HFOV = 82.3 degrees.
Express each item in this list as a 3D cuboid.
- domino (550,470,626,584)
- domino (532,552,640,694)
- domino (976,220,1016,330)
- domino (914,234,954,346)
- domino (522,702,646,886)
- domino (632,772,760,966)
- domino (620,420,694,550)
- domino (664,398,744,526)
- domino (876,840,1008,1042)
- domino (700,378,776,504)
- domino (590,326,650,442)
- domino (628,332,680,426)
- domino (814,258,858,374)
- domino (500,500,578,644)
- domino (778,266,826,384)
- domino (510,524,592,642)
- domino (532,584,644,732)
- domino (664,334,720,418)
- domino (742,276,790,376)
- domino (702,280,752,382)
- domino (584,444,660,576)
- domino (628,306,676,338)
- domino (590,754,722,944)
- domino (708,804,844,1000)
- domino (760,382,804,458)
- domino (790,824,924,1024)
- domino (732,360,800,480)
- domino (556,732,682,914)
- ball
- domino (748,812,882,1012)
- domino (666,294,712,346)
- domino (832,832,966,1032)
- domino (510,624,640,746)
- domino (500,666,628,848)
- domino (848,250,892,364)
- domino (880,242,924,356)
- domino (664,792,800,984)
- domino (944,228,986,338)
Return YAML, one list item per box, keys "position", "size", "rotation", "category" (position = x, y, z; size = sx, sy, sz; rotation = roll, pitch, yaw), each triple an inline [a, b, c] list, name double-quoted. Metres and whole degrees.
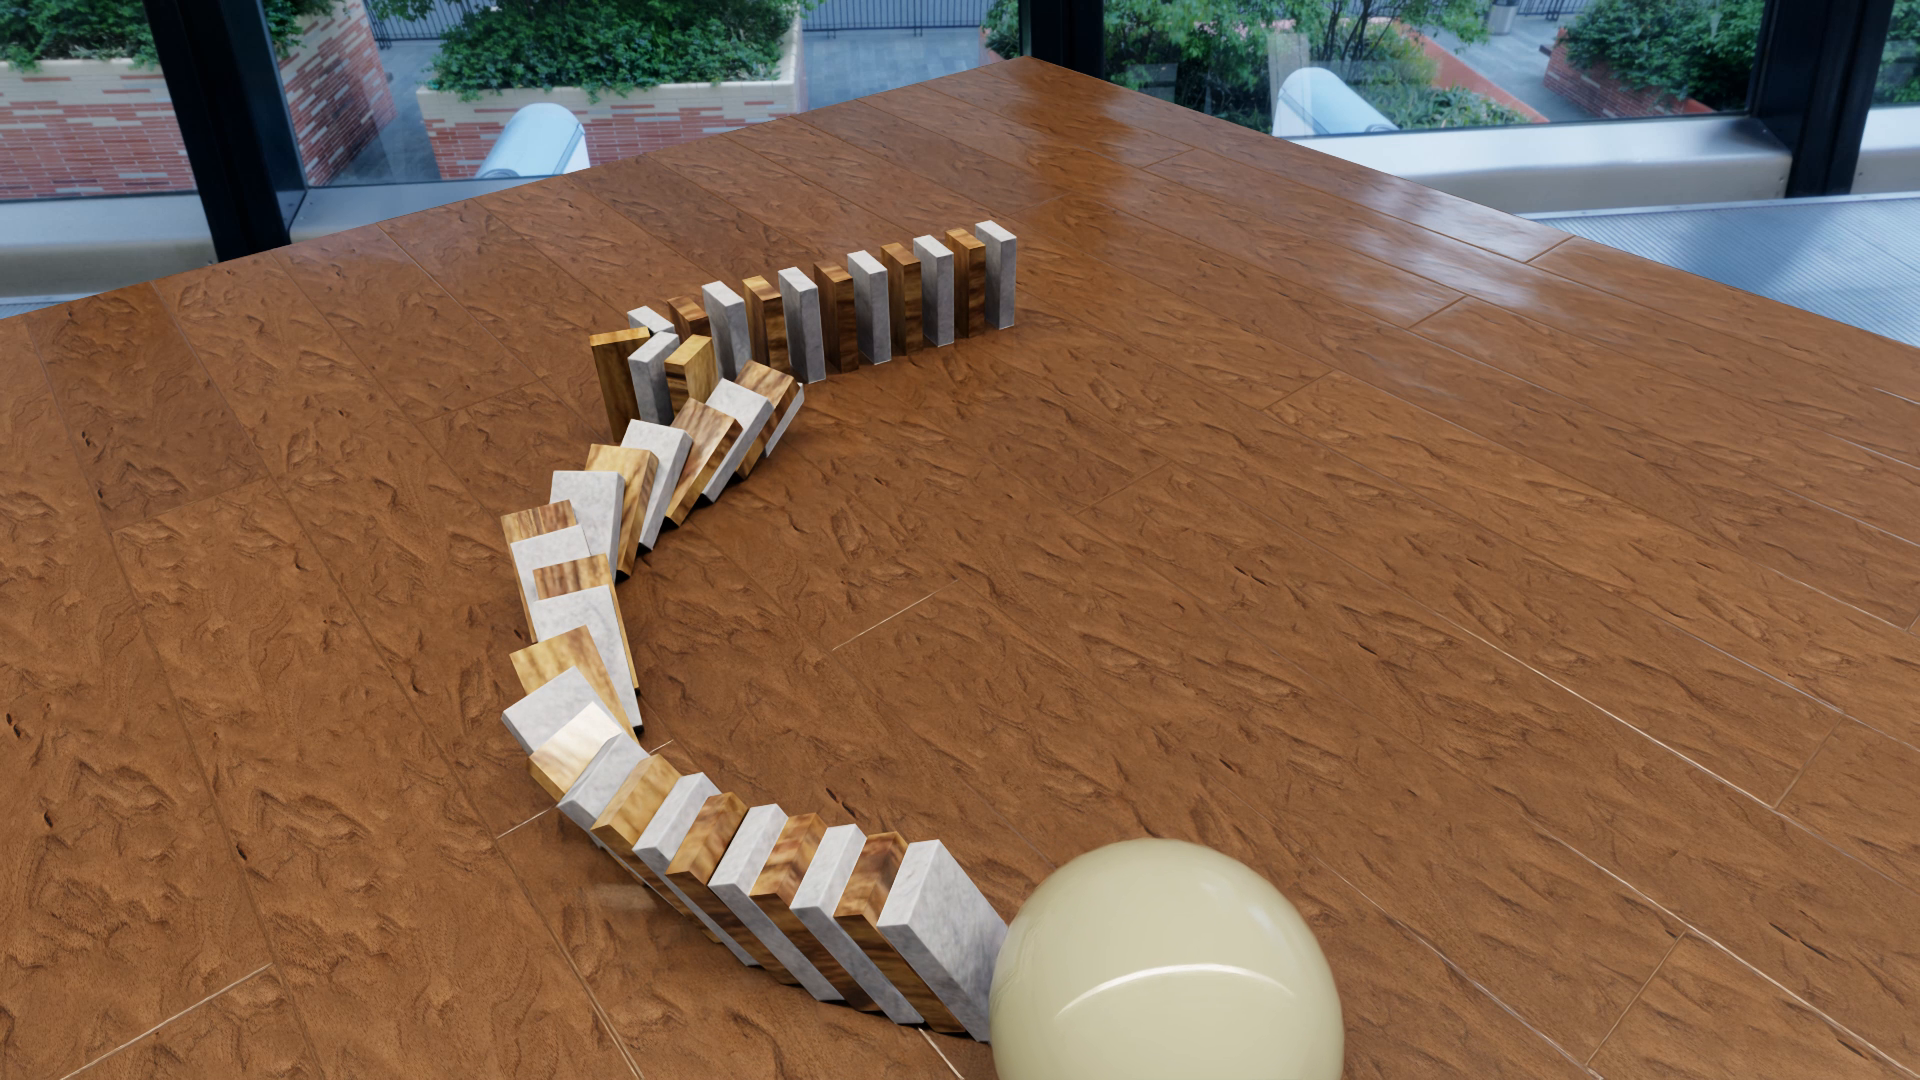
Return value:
- position: [-0.145, -0.001, 0.423]
  size: [0.025, 0.010, 0.050]
  rotation: [1, 75, 1]
  category: "domino"
- position: [-0.130, 0.032, 0.384]
  size: [0.025, 0.009, 0.050]
  rotation: [-14, 75, -16]
  category: "domino"
- position: [0.019, -0.140, 0.583]
  size: [0.009, 0.050, 0.025]
  rotation: [-21, 44, -24]
  category: "domino"
- position: [-0.013, -0.129, 0.568]
  size: [0.009, 0.050, 0.025]
  rotation: [-20, 43, -22]
  category: "domino"
- position: [-0.103, 0.076, 0.329]
  size: [0.050, 0.009, 0.025]
  rotation: [46, 49, -2]
  category: "domino"
- position: [-0.065, 0.091, 0.303]
  size: [0.010, 0.050, 0.025]
  rotation: [-18, 28, 33]
  category: "domino"
- position: [-0.131, -0.023, 0.451]
  size: [0.025, 0.009, 0.050]
  rotation: [12, 74, 15]
  category: "domino"
- position: [-0.116, -0.033, 0.464]
  size: [0.025, 0.009, 0.050]
  rotation: [25, 75, 19]
  category: "domino"
- position: [0.000, 0.104, 0.286]
  size: [0.009, 0.050, 0.025]
  rotation: [-17, 30, 32]
  category: "domino"
- position: [-0.105, -0.043, 0.476]
  size: [0.025, 0.009, 0.050]
  rotation: [25, 75, 19]
  category: "domino"
- position: [-0.149, -0.070, 0.497]
  size: [0.025, 0.050, 0.009]
  rotation: [-13, 41, -15]
  category: "domino"
- position: [-0.132, -0.064, 0.490]
  size: [0.009, 0.050, 0.025]
  rotation: [13, 41, 16]
  category: "domino"
- position: [-0.062, -0.111, 0.547]
  size: [0.010, 0.050, 0.025]
  rotation: [-20, 43, -23]
  category: "domino"
- position: [-0.151, 0.012, 0.407]
  size: [0.025, 0.010, 0.050]
  rotation: [-16, 75, -16]
  category: "domino"
- position: [-0.077, -0.105, 0.540]
  size: [0.009, 0.050, 0.025]
  rotation: [-21, 44, -23]
  category: "domino"
- position: [-0.142, 0.022, 0.396]
  size: [0.025, 0.010, 0.050]
  rotation: [-17, 76, -16]
  category: "domino"
- position: [-0.125, 0.043, 0.371]
  size: [0.025, 0.009, 0.050]
  rotation: [-14, 75, -16]
  category: "domino"
- position: [-0.117, -0.062, 0.488]
  size: [0.009, 0.050, 0.025]
  rotation: [12, 41, 14]
  category: "domino"
- position: [-0.093, -0.099, 0.532]
  size: [0.009, 0.050, 0.025]
  rotation: [-21, 44, -24]
  category: "domino"
- position: [-0.111, -0.096, 0.528]
  size: [0.009, 0.050, 0.025]
  rotation: [-25, 45, -27]
  category: "domino"
- position: [-0.139, -0.012, 0.437]
  size: [0.025, 0.009, 0.050]
  rotation: [7, 74, 8]
  category: "domino"
- position: [-0.139, -0.080, 0.509]
  size: [0.010, 0.050, 0.025]
  rotation: [-30, 48, -31]
  category: "domino"
- position: [-0.077, 0.087, 0.309]
  size: [0.009, 0.050, 0.025]
  rotation: [-24, 25, 36]
  category: "domino"
- position: [-0.044, 0.097, 0.295]
  size: [0.010, 0.050, 0.025]
  rotation: [-17, 30, 32]
  category: "domino"
- position: [-0.093, -0.058, 0.514]
  size: [0.025, 0.010, 0.050]
  rotation: [9, 40, 10]
  category: "domino"
- position: [-0.022, 0.101, 0.290]
  size: [0.009, 0.050, 0.025]
  rotation: [-17, 30, 32]
  category: "domino"
- position: [-0.095, -0.054, 0.489]
  size: [0.025, 0.009, 0.050]
  rotation: [23, 75, 19]
  category: "domino"
- position: [-0.088, 0.082, 0.317]
  size: [0.009, 0.050, 0.025]
  rotation: [-28, 22, 38]
  category: "domino"
- position: [0.046, 0.110, 0.254]
  size: [0.080, 0.080, 0.080]
  rotation: [0, 39, 0]
  category: "ball"
- position: [-0.033, 0.099, 0.292]
  size: [0.010, 0.050, 0.025]
  rotation: [-17, 30, 32]
  category: "domino"
- position: [-0.124, -0.086, 0.517]
  size: [0.010, 0.050, 0.025]
  rotation: [-24, 45, -26]
  category: "domino"
- position: [-0.011, 0.103, 0.288]
  size: [0.009, 0.050, 0.025]
  rotation: [-17, 30, 32]
  category: "domino"
- position: [-0.123, 0.055, 0.355]
  size: [0.025, 0.010, 0.050]
  rotation: [-23, 78, -25]
  category: "domino"
- position: [-0.115, 0.067, 0.340]
  size: [0.025, 0.010, 0.050]
  rotation: [-37, 88, -35]
  category: "domino"
- position: [-0.046, -0.117, 0.554]
  size: [0.009, 0.050, 0.025]
  rotation: [-20, 43, -23]
  category: "domino"
- position: [-0.030, -0.123, 0.561]
  size: [0.009, 0.050, 0.025]
  rotation: [-20, 43, -23]
  category: "domino"
- position: [-0.055, 0.095, 0.298]
  size: [0.010, 0.050, 0.025]
  rotation: [-18, 30, 33]
  category: "domino"
- position: [0.003, -0.134, 0.575]
  size: [0.009, 0.050, 0.025]
  rotation: [-20, 43, -23]
  category: "domino"
